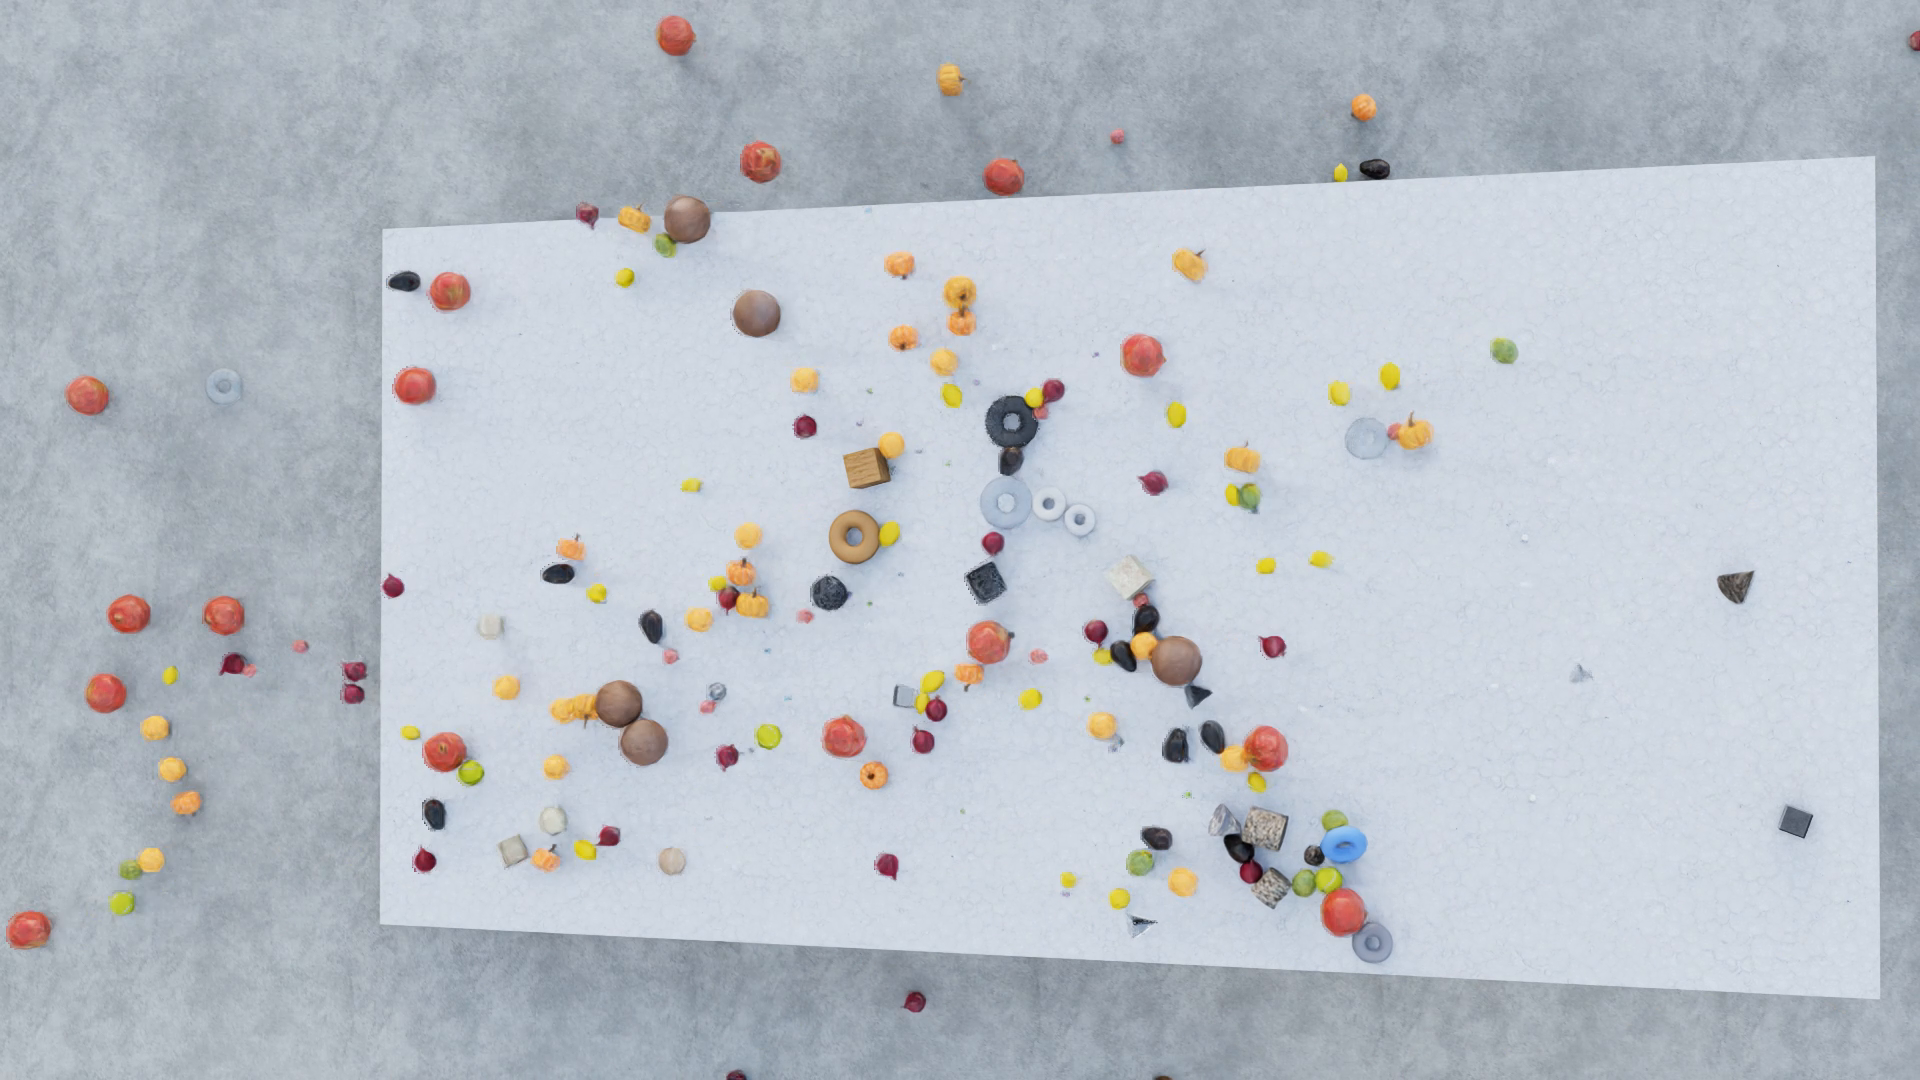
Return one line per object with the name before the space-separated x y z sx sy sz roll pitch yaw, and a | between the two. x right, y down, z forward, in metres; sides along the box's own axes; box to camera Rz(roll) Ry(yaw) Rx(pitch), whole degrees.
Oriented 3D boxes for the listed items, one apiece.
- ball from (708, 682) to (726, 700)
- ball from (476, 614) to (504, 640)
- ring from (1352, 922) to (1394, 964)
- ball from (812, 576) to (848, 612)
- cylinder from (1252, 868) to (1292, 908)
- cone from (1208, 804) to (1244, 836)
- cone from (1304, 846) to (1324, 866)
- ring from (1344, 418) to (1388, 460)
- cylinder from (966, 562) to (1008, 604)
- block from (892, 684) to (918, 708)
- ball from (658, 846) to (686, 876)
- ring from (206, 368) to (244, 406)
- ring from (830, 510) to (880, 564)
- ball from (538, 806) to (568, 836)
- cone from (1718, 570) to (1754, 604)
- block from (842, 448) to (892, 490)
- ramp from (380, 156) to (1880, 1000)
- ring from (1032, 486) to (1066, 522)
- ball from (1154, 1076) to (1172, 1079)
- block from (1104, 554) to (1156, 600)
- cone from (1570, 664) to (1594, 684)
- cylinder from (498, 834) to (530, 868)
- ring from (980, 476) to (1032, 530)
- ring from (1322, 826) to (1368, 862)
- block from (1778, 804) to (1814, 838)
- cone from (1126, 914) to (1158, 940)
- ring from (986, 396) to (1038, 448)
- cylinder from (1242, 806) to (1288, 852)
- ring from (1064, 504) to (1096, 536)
ball | -0.663 0.414 6.008 0.050 0.050 0.050 0 89 0
ball | -1.320 0.244 6.187 0.076 0.076 0.076 0 89 0
ring | 1.035 1.011 5.516 0.103 0.034 0.103 0 88 15
ball | -0.349 0.144 5.899 0.093 0.093 0.093 0 89 0
cylinder | 0.790 0.881 5.568 0.075 0.075 0.075 38 95 1
cone | 0.695 0.732 5.615 0.090 0.090 0.090 23 89 -11
cone | 0.891 0.800 5.551 0.053 0.053 0.053 0 89 16
ring | 1.024 -0.255 5.538 0.108 0.036 0.108 0 90 16
cylinder | 0.071 0.113 5.783 0.083 0.083 0.083 -29 81 0
block | -0.145 0.417 5.857 0.052 0.052 0.052 7 91 16
ball | -0.788 0.880 6.023 0.078 0.078 0.078 0 89 0
ring | -2.146 -0.447 6.414 0.111 0.037 0.111 0 88 0
ring | -0.283 -0.008 5.905 0.146 0.049 0.146 -1 88 17
ball | -1.131 0.781 6.122 0.081 0.081 0.081 0 89 0
cone | 1.880 0.096 5.284 0.083 0.083 0.083 -36 89 -15
block | -0.249 -0.191 5.876 0.090 0.090 0.090 -14 85 15
ramp | 0.270 0.096 5.821 4.000 0.100 2.000 0 89 16
ring | 0.233 -0.094 5.766 0.093 0.031 0.093 0 90 15
ball | 0.588 1.599 6.354 0.097 0.097 0.097 0 89 0
block | 0.438 0.097 5.676 0.084 0.084 0.084 -42 79 12
cone | 1.532 0.335 5.388 0.050 0.050 0.050 19 89 -11
cylinder | -1.251 0.871 6.161 0.069 0.069 0.069 -28 90 0
ring | 0.122 -0.098 5.790 0.143 0.048 0.143 0 90 15
ring | 0.964 0.764 5.515 0.116 0.039 0.116 1 130 1
block | 1.987 0.669 5.232 0.060 0.060 0.060 20 95 15
cone | 0.476 0.992 5.679 0.072 0.072 0.072 -10 89 -11
ring | 0.136 -0.310 5.789 0.143 0.048 0.143 0 89 15
cylinder | 0.772 0.730 5.565 0.094 0.094 0.094 16 89 16
ring | 0.314 -0.053 5.744 0.086 0.029 0.086 0 90 15
